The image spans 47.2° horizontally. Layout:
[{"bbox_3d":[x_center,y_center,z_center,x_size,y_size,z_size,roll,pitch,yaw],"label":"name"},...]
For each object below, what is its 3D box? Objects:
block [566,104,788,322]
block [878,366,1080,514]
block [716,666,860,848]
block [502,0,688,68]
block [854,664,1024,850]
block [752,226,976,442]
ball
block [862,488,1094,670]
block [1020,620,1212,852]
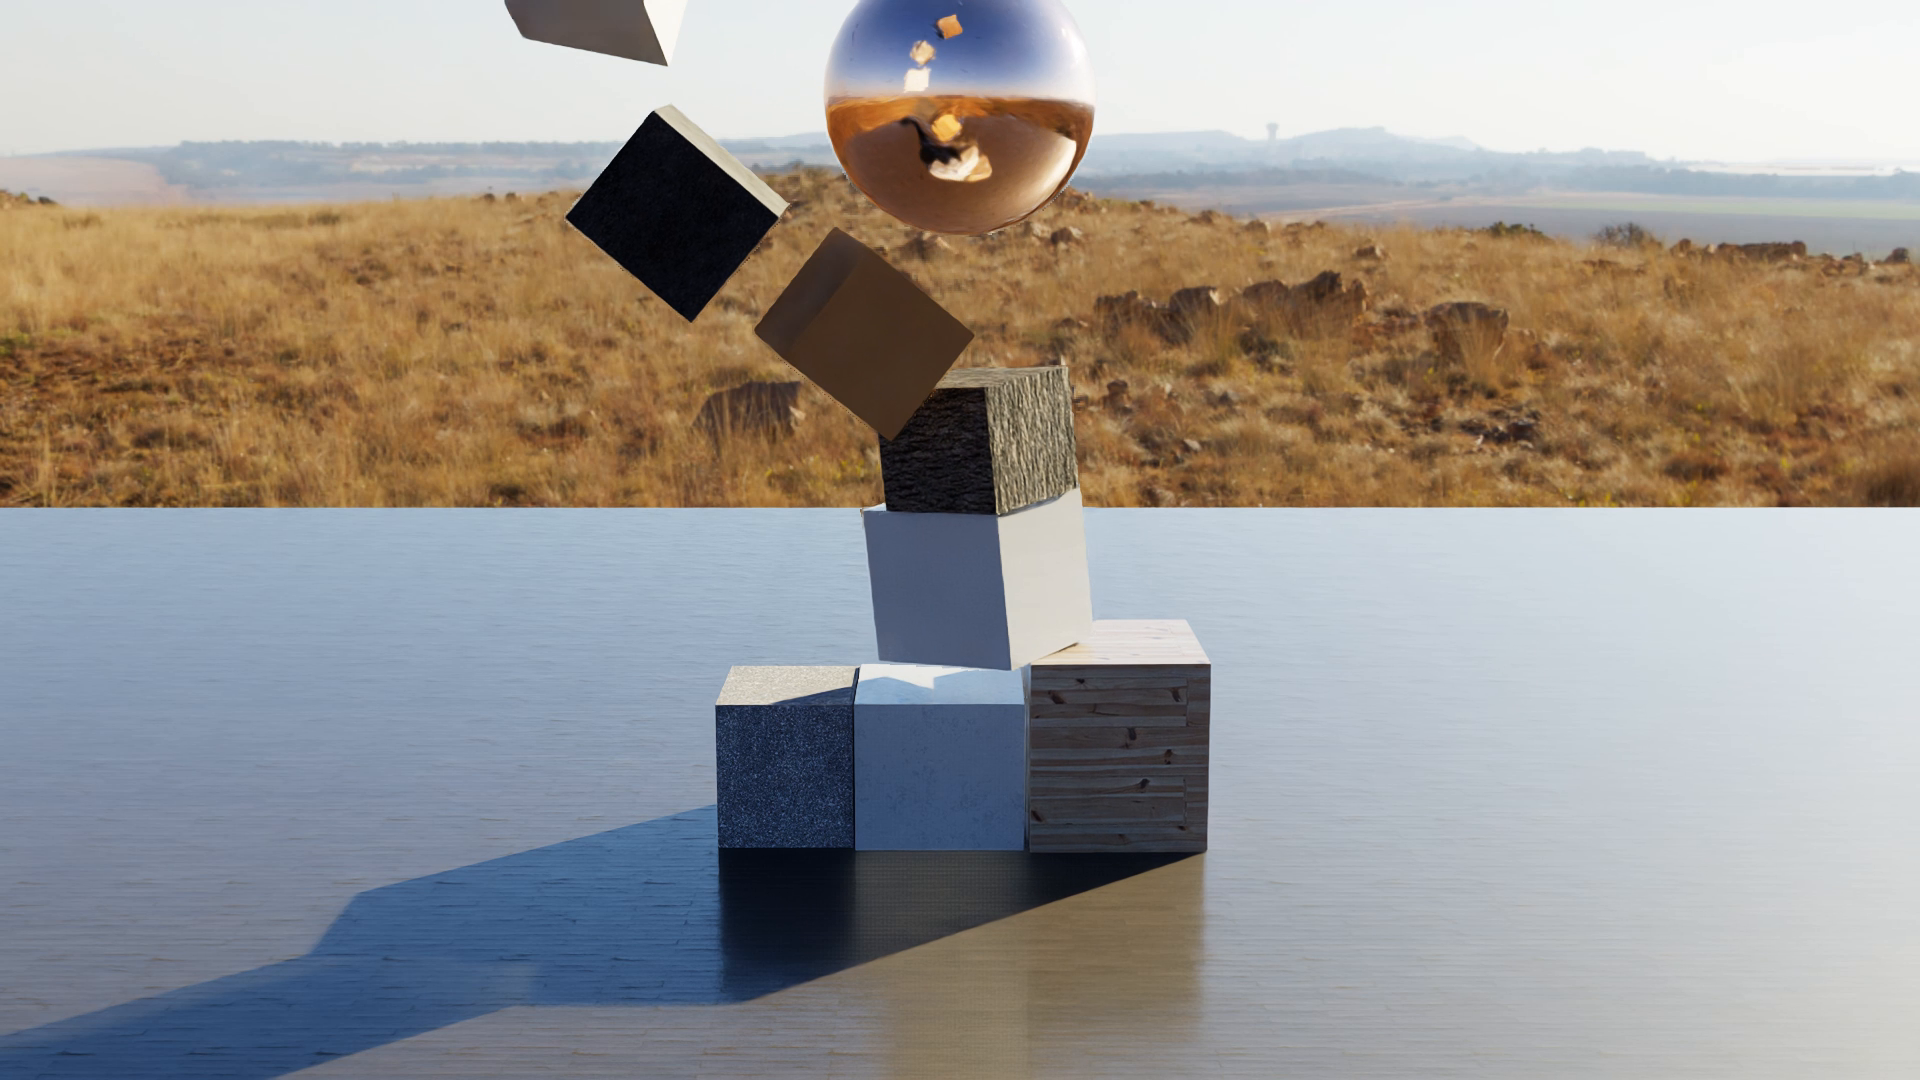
[{"bbox_3d":[-1.283,-1.514,10.108,0.719,0.621,0.698,40,10,-9],"label":"block"},{"bbox_3d":[0.088,-0.505,10.961,0.686,0.616,0.710,2,13,37],"label":"block"},{"bbox_3d":[-0.875,1.109,11.399,0.682,0.739,0.825,0,10,0],"label":"block"},{"bbox_3d":[-1.646,-2.708,10.070,0.717,0.718,0.692,12,-12,5],"label":"block"},{"bbox_3d":[-0.102,1.107,11.366,0.844,0.754,0.852,0,10,0],"label":"block"},{"bbox_3d":[-0.461,-0.981,10.419,0.671,0.638,0.593,37,2,-26],"label":"block"},{"bbox_3d":[0.000,-2.584,12.819,1.600,1.600,1.600,0,10,0],"label":"ball"},{"bbox_3d":[0.099,0.168,11.181,0.825,0.783,0.748,2,13,36],"label":"block"},{"bbox_3d":[0.782,0.995,11.397,0.887,0.965,1.014,0,10,-1],"label":"block"}]
